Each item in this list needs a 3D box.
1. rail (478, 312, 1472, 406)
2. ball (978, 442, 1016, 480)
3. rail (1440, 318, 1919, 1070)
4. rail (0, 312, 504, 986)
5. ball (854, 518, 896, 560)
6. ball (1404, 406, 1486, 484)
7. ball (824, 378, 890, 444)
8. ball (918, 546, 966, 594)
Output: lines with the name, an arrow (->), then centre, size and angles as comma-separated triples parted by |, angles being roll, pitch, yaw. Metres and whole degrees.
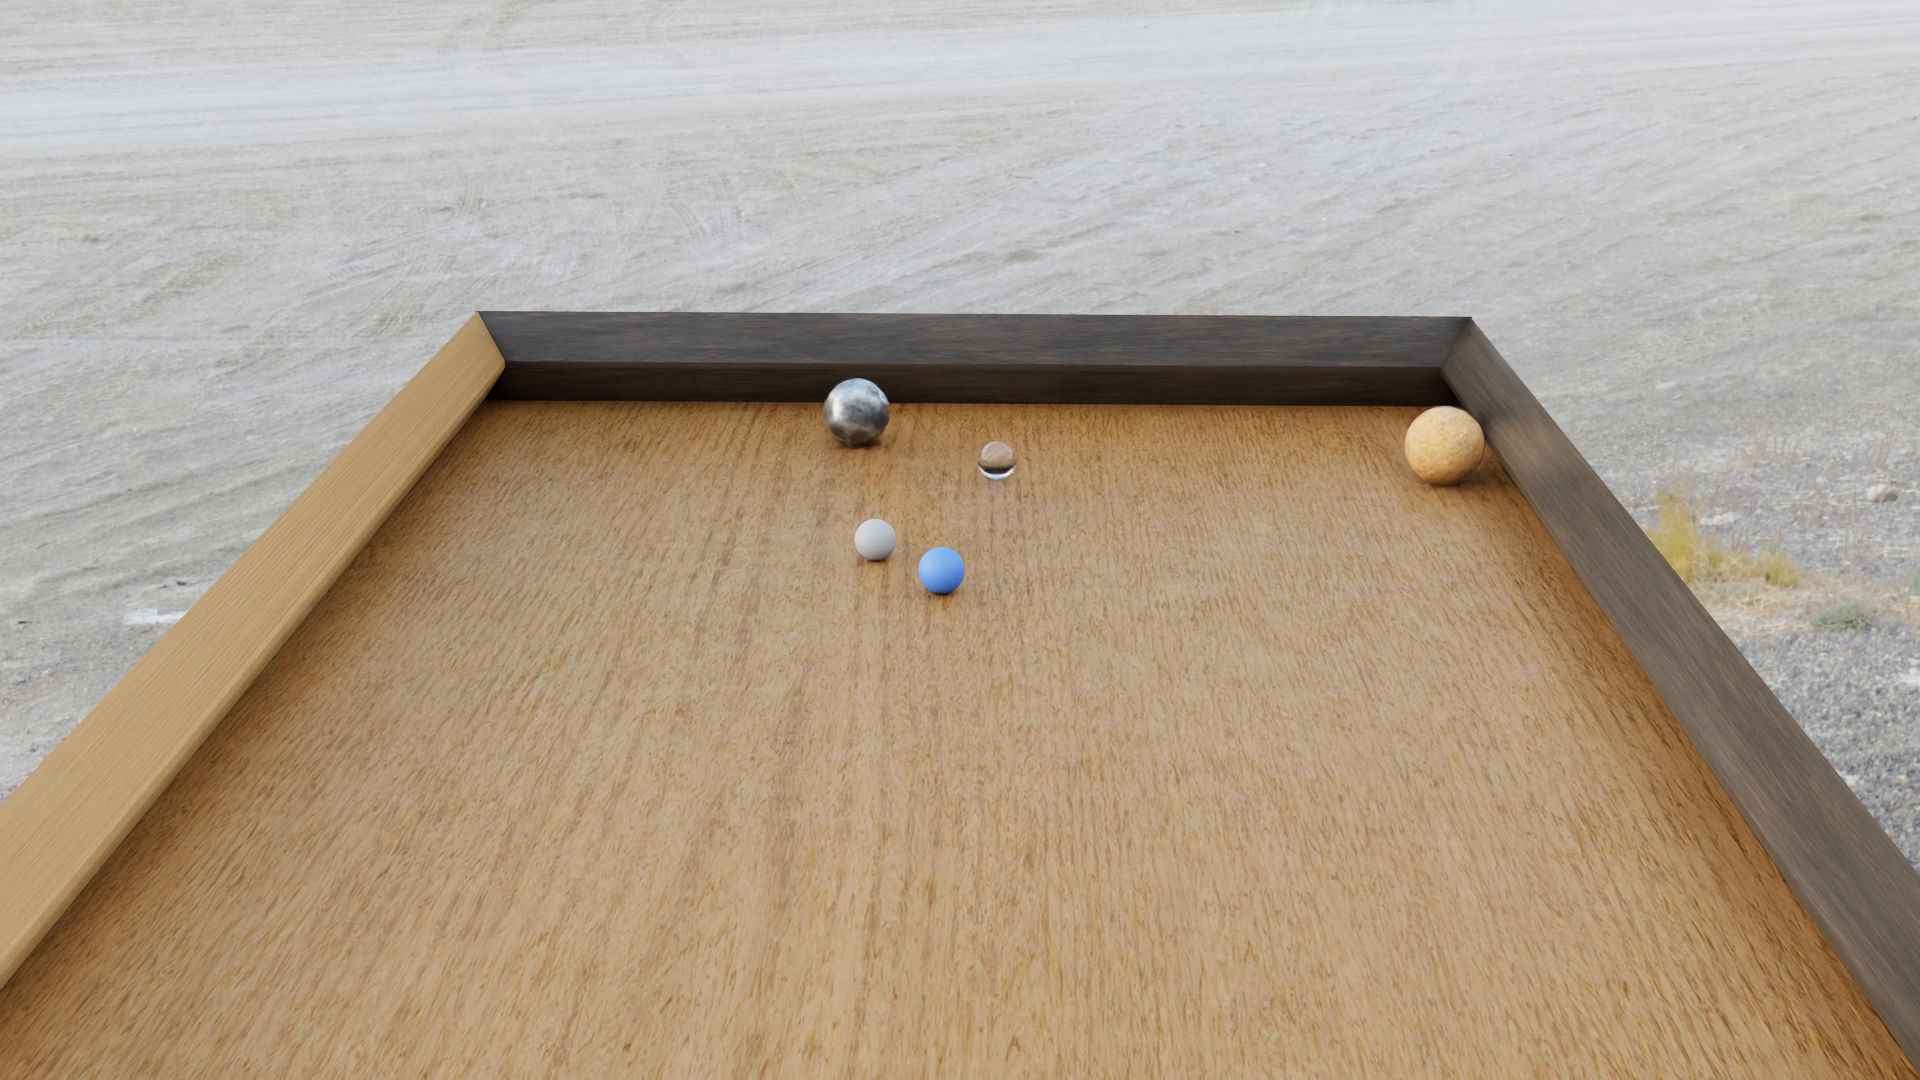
rail -> 0.015, -0.241, 2.994 | 1.357, 0.125, 0.045 | 0, 20, 1
ball -> 0.046, -0.098, 2.713 | 0.047, 0.047, 0.047 | 0, 20, 0
rail -> 0.639, 0.189, 1.794 | 0.045, 0.125, 2.566 | 0, 20, 1
rail -> -0.670, 0.178, 1.824 | 0.045, 0.125, 2.566 | 0, 20, 1
ball -> -0.094, 0.000, 2.441 | 0.046, 0.046, 0.046 | 0, 20, 0
ball -> 0.593, -0.116, 2.689 | 0.096, 0.096, 0.096 | 0, 20, 0
ball -> -0.133, -0.166, 2.845 | 0.086, 0.086, 0.086 | 0, 20, 0
ball -> -0.020, 0.032, 2.345 | 0.050, 0.050, 0.050 | 0, 20, 0
